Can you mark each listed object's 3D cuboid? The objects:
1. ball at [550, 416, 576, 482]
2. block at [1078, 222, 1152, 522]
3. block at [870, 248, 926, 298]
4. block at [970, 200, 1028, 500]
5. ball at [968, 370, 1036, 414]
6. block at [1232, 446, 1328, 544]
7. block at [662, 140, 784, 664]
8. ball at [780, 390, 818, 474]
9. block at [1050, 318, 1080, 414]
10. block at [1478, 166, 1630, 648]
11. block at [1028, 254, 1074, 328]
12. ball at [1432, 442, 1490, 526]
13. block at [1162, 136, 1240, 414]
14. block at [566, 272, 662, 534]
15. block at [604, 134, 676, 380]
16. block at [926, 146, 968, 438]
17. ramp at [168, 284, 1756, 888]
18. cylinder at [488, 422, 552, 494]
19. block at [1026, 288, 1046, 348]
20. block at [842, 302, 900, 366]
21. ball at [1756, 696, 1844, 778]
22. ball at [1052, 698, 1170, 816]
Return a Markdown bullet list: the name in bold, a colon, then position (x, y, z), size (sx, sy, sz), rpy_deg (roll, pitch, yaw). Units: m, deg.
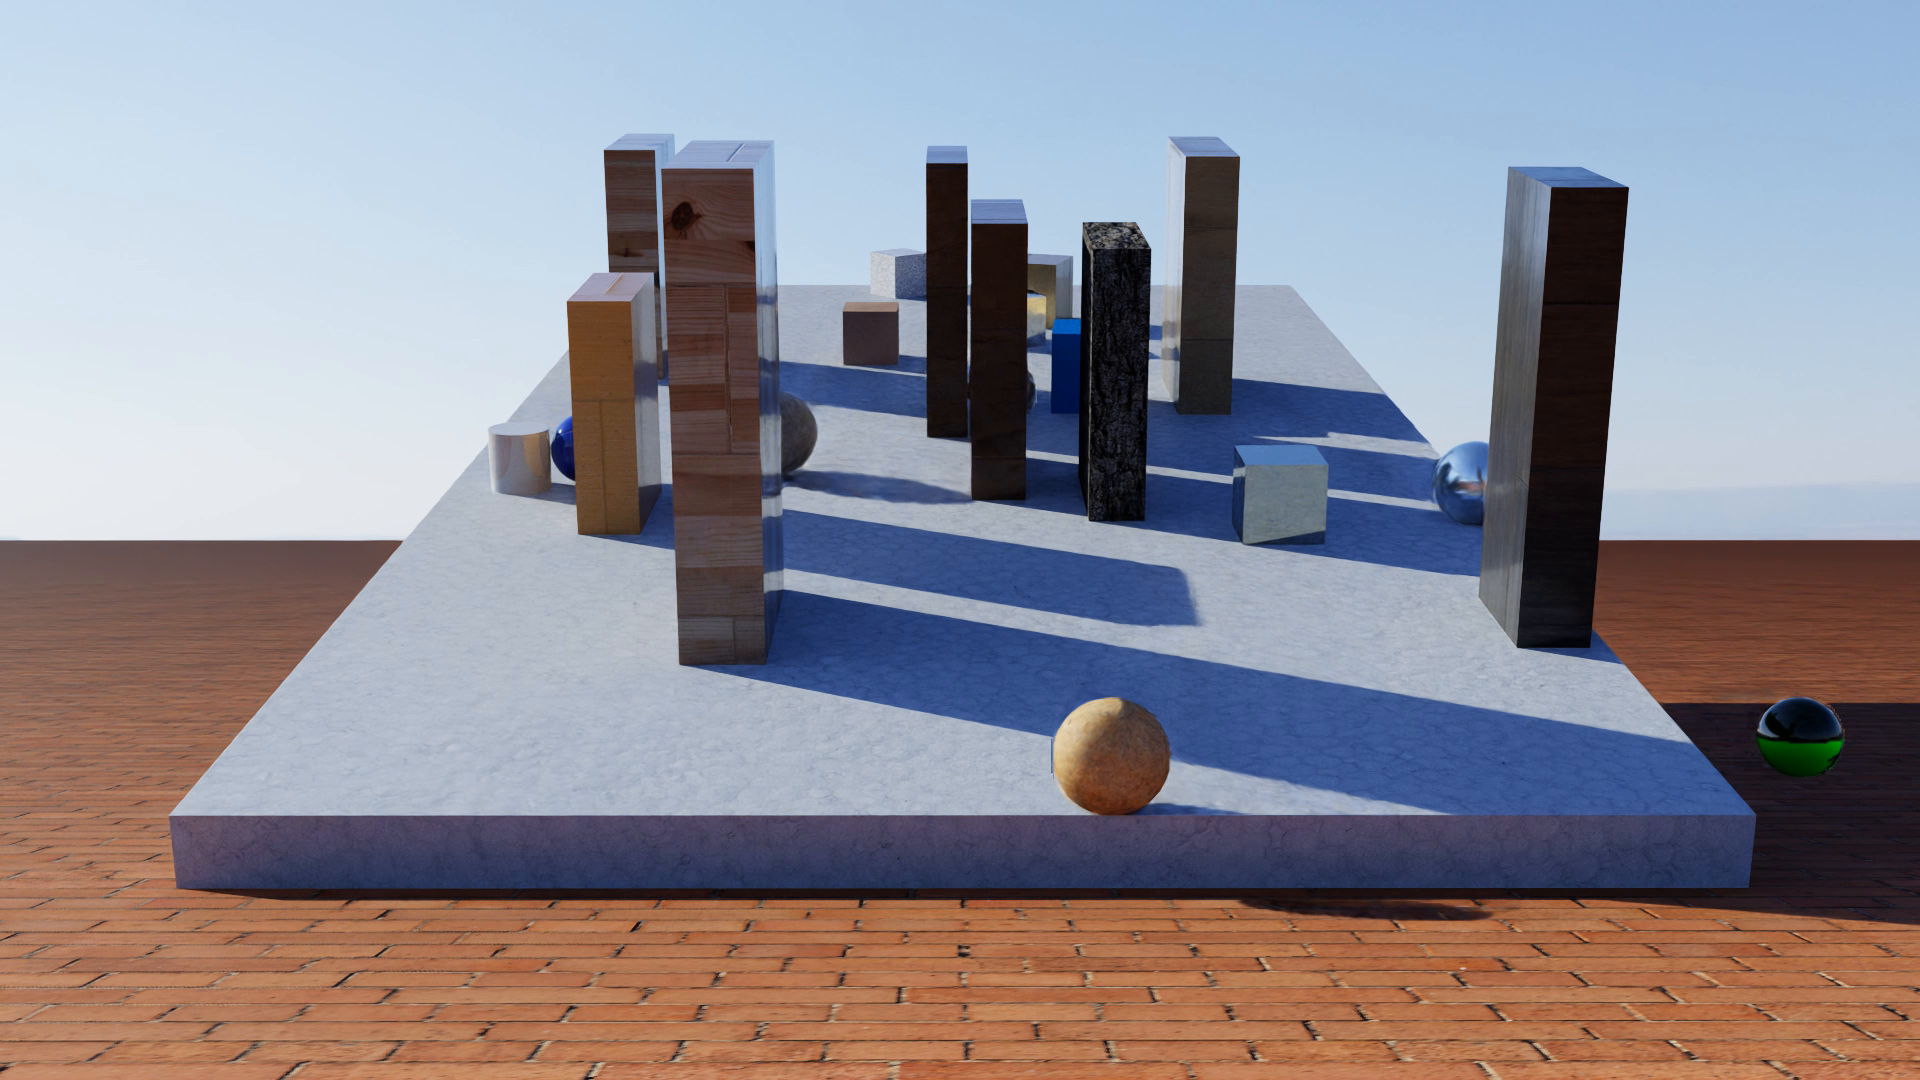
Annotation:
- **ball**: position (-0.735, -0.181, 4.349), size (0.142, 0.142, 0.142), rpy_deg (0, 0, 0)
- **block**: position (0.290, -0.326, 4.197), size (0.104, 0.507, 0.347), rpy_deg (0, 16, 0)
- **block**: position (-0.176, -0.781, 6.459), size (0.122, 0.122, 0.122), rpy_deg (-12, 20, -36)
- **block**: position (0.074, -0.380, 4.338), size (0.104, 0.531, 0.347), rpy_deg (0, 16, 0)
- **ball**: position (0.091, -0.324, 4.830), size (0.150, 0.150, 0.150), rpy_deg (0, 0, 0)
- **block**: position (0.578, -0.083, 4.003), size (0.147, 0.147, 0.147), rpy_deg (0, 16, -1)
- **block**: position (-0.358, -0.222, 3.409), size (0.130, 0.743, 0.382), rpy_deg (0, 16, 0)
- **ball**: position (-0.370, -0.215, 4.413), size (0.171, 0.171, 0.171), rpy_deg (0, 0, 0)
- **block**: position (0.301, -0.395, 5.021), size (0.181, 0.181, 0.181), rpy_deg (1, 16, 4)
- **block**: position (0.916, -0.209, 3.434), size (0.114, 0.707, 0.258), rpy_deg (0, 16, 0)
- **block**: position (0.203, -0.683, 6.034), size (0.171, 0.171, 0.171), rpy_deg (5, 17, 18)
- **ball**: position (0.948, -0.104, 4.063), size (0.156, 0.156, 0.156), rpy_deg (0, 0, 0)
- **block**: position (0.548, -0.616, 5.079), size (0.118, 0.574, 0.424), rpy_deg (0, 16, 0)
- **block**: position (-0.638, -0.259, 4.104), size (0.113, 0.428, 0.312), rpy_deg (0, 16, 0)
- **block**: position (-0.773, -0.700, 5.414), size (0.120, 0.547, 0.378), rpy_deg (0, 16, 0)
- **block**: position (-0.028, -0.548, 4.824), size (0.087, 0.584, 0.338), rpy_deg (0, 16, 0)
- **ramp**: position (-0.002, -0.161, 4.717), size (2.000, 0.100, 4.000), rpy_deg (0, 16, 0)
- **cylinder**: position (-0.860, -0.161, 4.320), size (0.118, 0.118, 0.118), rpy_deg (0, 16, 0)
- **block**: position (0.140, -0.575, 5.734), size (0.129, 0.129, 0.129), rpy_deg (-5, 17, -16)
- **block**: position (-0.222, -0.517, 5.525), size (0.134, 0.134, 0.134), rpy_deg (0, 16, 0)
- **ball**: position (1.552, 0.365, 4.083), size (0.149, 0.149, 0.149), rpy_deg (0, 0, 0)
- **ball**: position (0.190, 0.272, 2.775), size (0.149, 0.149, 0.149), rpy_deg (0, 0, 0)
